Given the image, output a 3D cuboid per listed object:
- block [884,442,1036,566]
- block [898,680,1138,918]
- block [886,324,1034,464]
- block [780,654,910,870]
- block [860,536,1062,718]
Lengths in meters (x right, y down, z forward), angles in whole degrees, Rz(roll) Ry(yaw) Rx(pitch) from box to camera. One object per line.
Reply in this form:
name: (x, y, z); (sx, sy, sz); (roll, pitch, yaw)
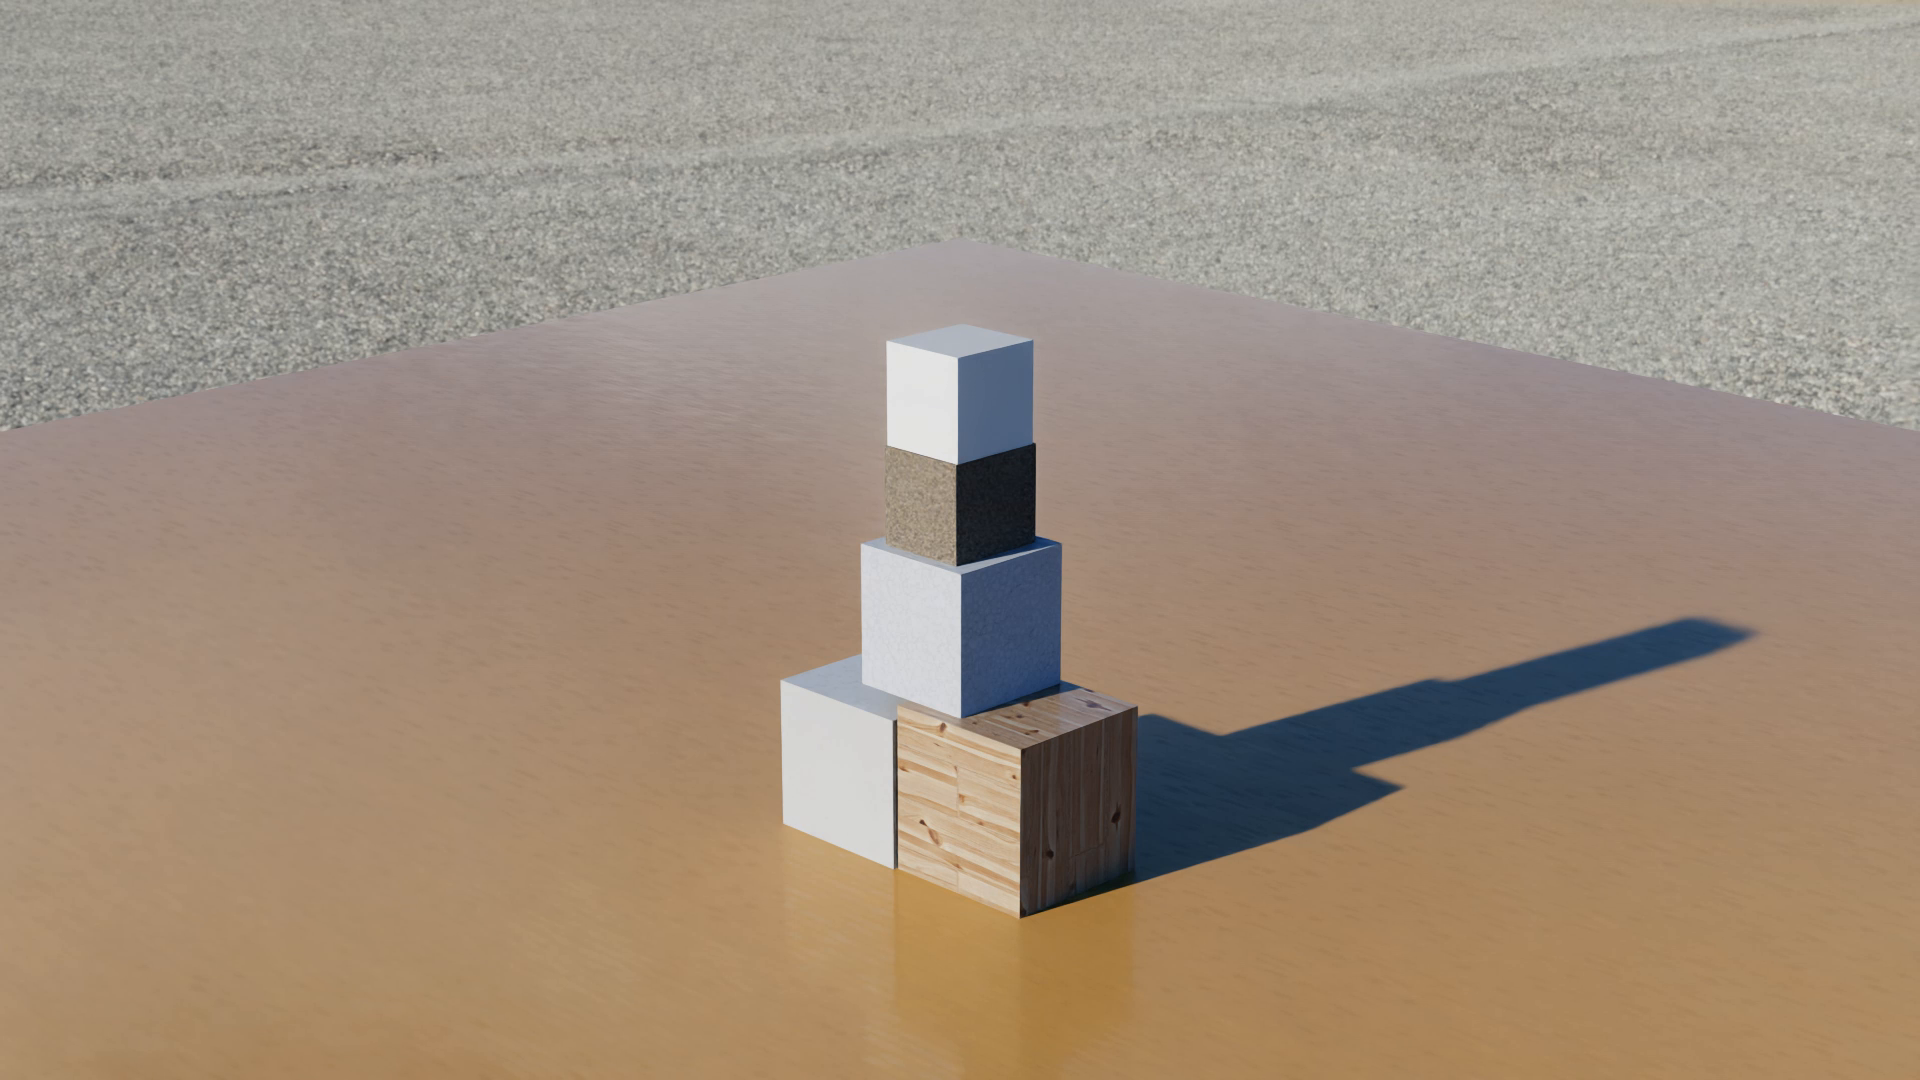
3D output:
block: (0.002, -0.206, 13.279); (0.510, 0.468, 0.455); (-17, 24, -42)
block: (0.261, 1.133, 13.399); (0.767, 0.804, 0.775); (-17, 24, -42)
block: (0.001, -0.659, 13.135); (0.479, 0.482, 0.447); (-17, 24, -42)
block: (-0.282, 1.000, 13.943); (0.832, 0.731, 0.762); (-17, 24, -42)
block: (0.007, 0.339, 13.455); (0.652, 0.678, 0.643); (-17, 24, -42)
